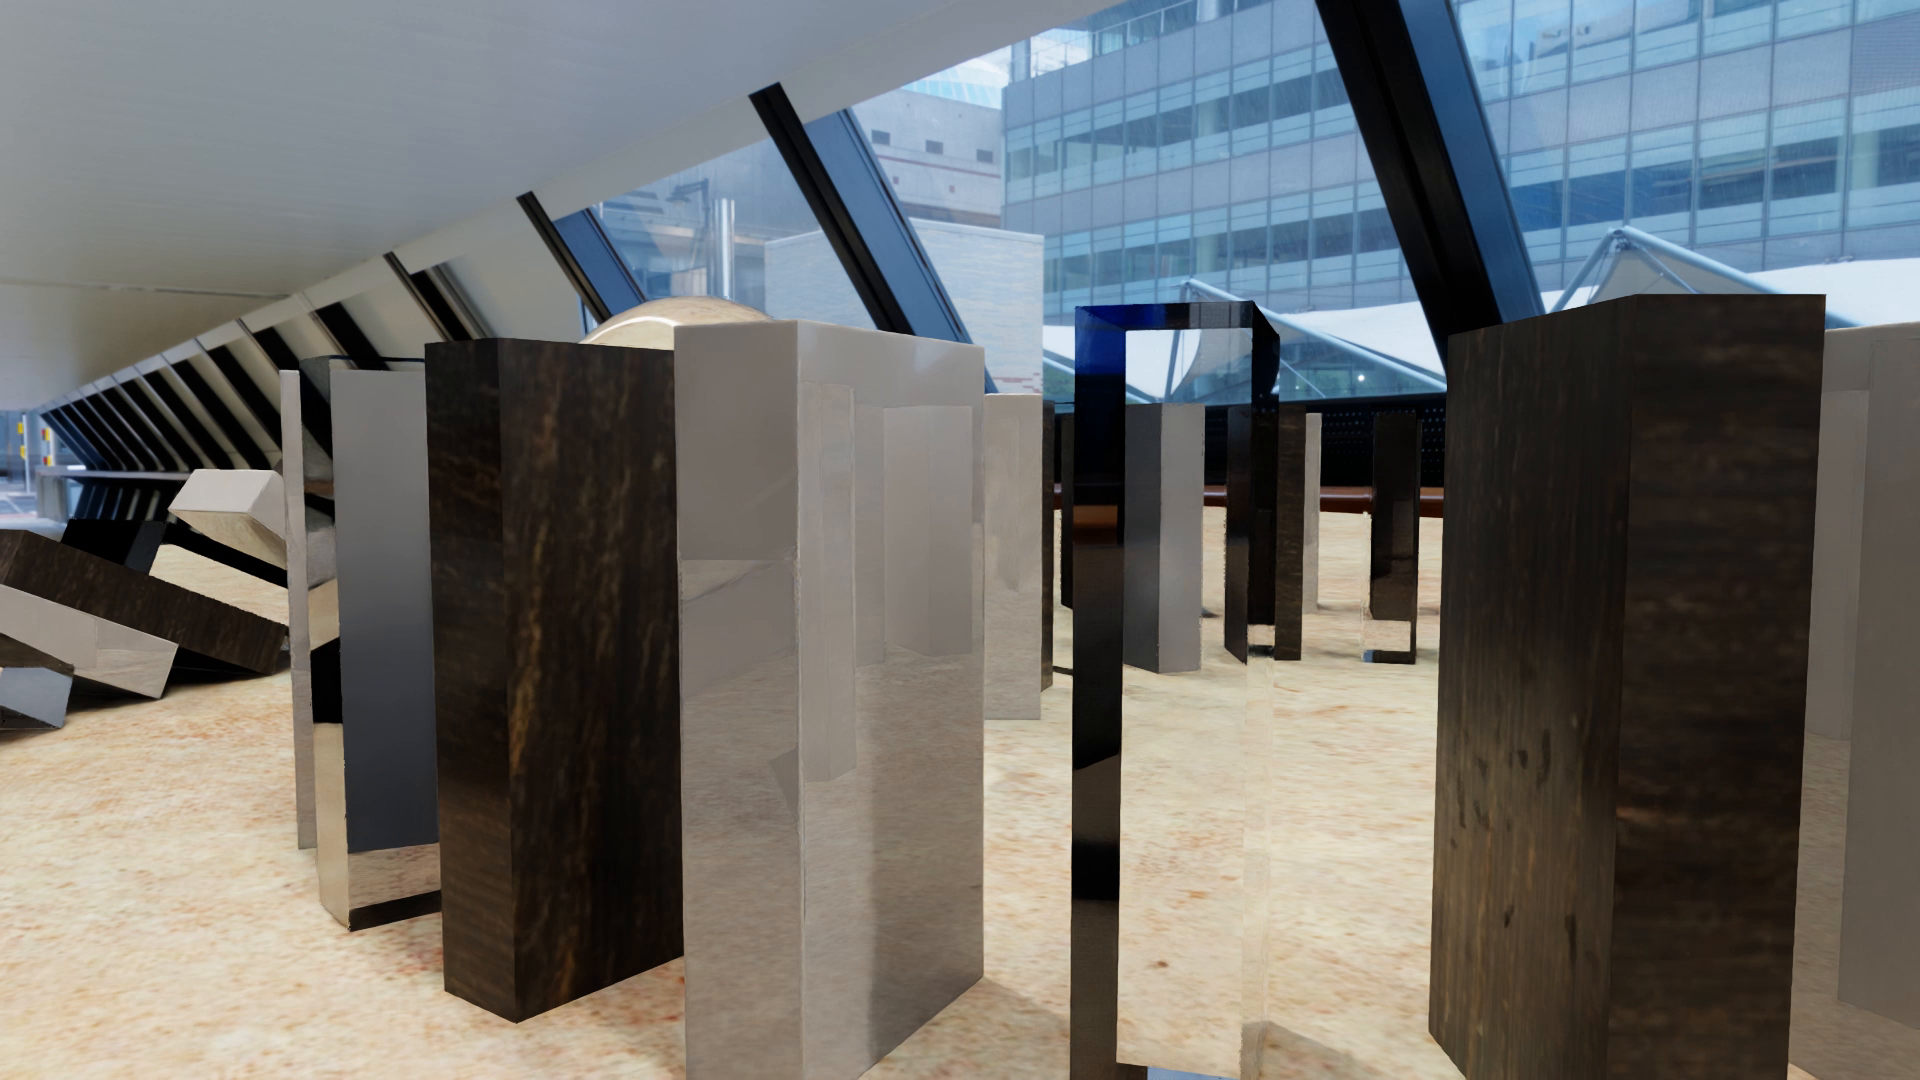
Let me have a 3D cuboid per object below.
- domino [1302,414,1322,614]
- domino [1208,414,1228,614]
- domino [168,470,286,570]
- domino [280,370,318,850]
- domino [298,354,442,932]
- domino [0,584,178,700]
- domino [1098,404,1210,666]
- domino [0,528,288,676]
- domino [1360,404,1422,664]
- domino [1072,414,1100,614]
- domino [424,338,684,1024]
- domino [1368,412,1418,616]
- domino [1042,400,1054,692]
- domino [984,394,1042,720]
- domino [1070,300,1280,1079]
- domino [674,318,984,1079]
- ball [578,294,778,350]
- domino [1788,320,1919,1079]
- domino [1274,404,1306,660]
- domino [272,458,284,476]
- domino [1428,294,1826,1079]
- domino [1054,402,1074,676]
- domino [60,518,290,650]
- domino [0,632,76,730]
[{"bbox_3d":[0.086,-0.007,0.332,0.009,0.050,0.025,0,4,6],"label":"domino"},{"bbox_3d":[0.061,-0.007,0.333,0.010,0.050,0.025,0,4,-2],"label":"domino"},{"bbox_3d":[-0.129,0.004,0.260,0.025,0.010,0.050,2,-32,29],"label":"domino"},{"bbox_3d":[-0.060,0.007,0.142,0.025,0.050,0.009,-2,5,-25],"label":"domino"},{"bbox_3d":[-0.047,0.008,0.122,0.025,0.050,0.009,-4,6,-41],"label":"domino"},{"bbox_3d":[-0.151,0.013,0.196,0.025,0.010,0.050,1,-20,18],"label":"domino"},{"bbox_3d":[0.039,-0.002,0.258,0.009,0.050,0.025,-2,5,-24],"label":"domino"},{"bbox_3d":[-0.146,0.011,0.220,0.025,0.009,0.050,2,-20,22],"label":"domino"},{"bbox_3d":[0.087,-0.002,0.259,0.009,0.050,0.025,1,4,15],"label":"domino"},{"bbox_3d":[0.037,-0.007,0.330,0.010,0.050,0.025,-1,4,-9],"label":"domino"},{"bbox_3d":[-0.029,0.010,0.105,0.010,0.050,0.025,3,5,37],"label":"domino"},{"bbox_3d":[0.110,-0.007,0.327,0.009,0.050,0.025,1,4,16],"label":"domino"},{"bbox_3d":[0.003,0.001,0.225,0.025,0.050,0.009,2,5,20],"label":"domino"},{"bbox_3d":[0.000,0.002,0.201,0.025,0.050,0.010,0,4,0],"label":"domino"},{"bbox_3d":[0.015,0.011,0.082,0.009,0.050,0.025,1,4,17],"label":"domino"},{"bbox_3d":[-0.008,0.011,0.092,0.009,0.050,0.025,2,5,28],"label":"domino"},{"bbox_3d":[-0.067,-0.022,0.329,0.080,0.080,0.080,0,4,0],"label":"ball"},{"bbox_3d":[0.063,0.011,0.082,0.010,0.050,0.025,-1,4,-13],"label":"domino"},{"bbox_3d":[0.062,-0.002,0.262,0.010,0.050,0.025,0,4,1],"label":"domino"},{"bbox_3d":[-0.121,0.002,0.273,0.025,0.009,0.050,2,-36,29],"label":"domino"},{"bbox_3d":[0.039,0.012,0.079,0.009,0.050,0.025,0,4,0],"label":"domino"},{"bbox_3d":[0.018,-0.001,0.244,0.009,0.050,0.025,-4,6,-41],"label":"domino"},{"bbox_3d":[-0.137,0.010,0.241,0.025,0.009,0.050,2,-20,22],"label":"domino"},{"bbox_3d":[-0.145,0.015,0.169,0.025,0.009,0.050,0,-21,-5],"label":"domino"}]
